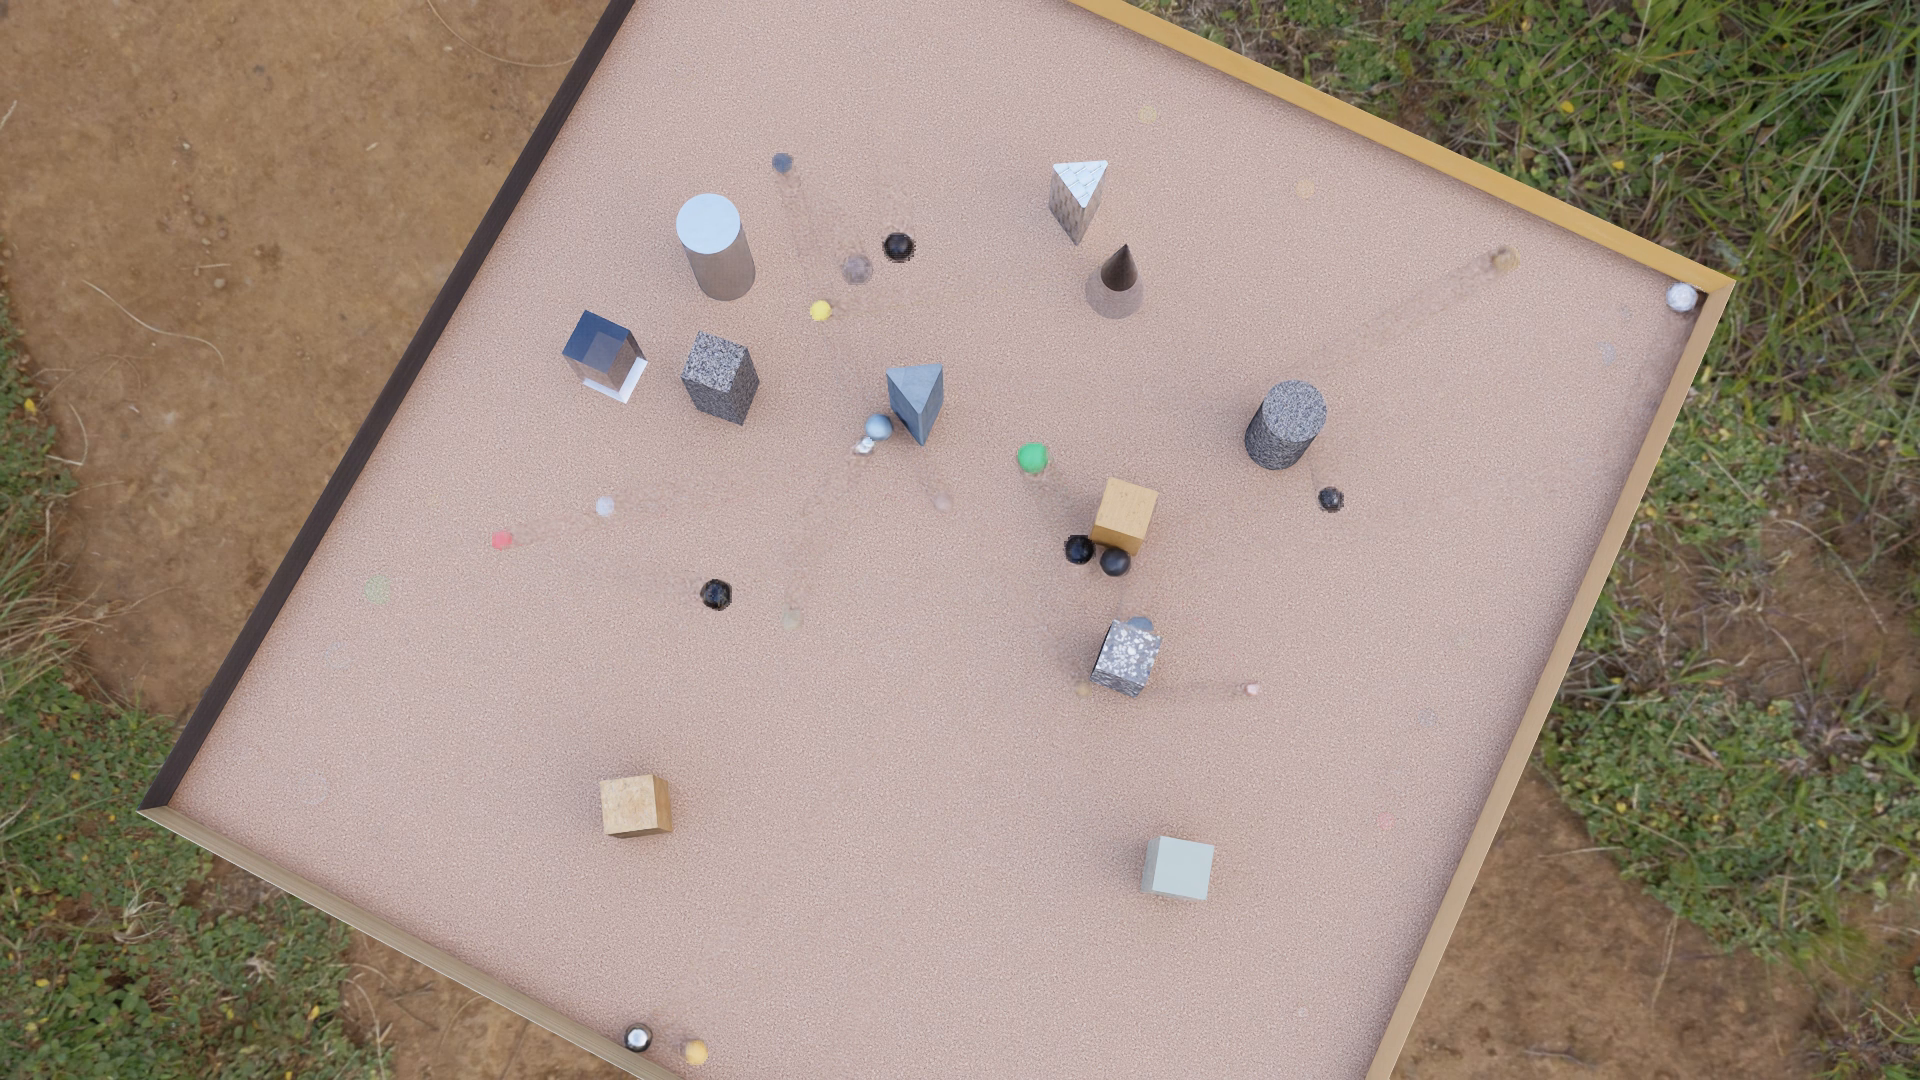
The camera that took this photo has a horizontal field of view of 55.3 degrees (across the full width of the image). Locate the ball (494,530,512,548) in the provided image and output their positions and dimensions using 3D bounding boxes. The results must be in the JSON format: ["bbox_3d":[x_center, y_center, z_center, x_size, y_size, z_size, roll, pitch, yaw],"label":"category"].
[{"bbox_3d":[-1.396,-0.003,5.589,0.054,0.054,0.054,0,78,0],"label":"ball"}]

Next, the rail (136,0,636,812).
[{"bbox_3d":[-1.572,-0.763,5.711,0.045,0.122,3.598,26,80,5],"label":"rail"}]

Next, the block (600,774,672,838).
[{"bbox_3d":[-0.936,0.775,5.313,0.150,0.280,0.150,-7,78,-2],"label":"block"}]

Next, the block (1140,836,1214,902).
[{"bbox_3d":[0.618,0.943,5.243,0.150,0.349,0.150,10,79,2],"label":"block"}]

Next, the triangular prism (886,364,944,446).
[{"bbox_3d":[-0.109,-0.433,5.512,0.141,0.379,0.163,-36,81,-7],"label":"triangular prism"}]

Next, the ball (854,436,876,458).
[{"bbox_3d":[-0.292,-0.287,5.643,0.063,0.063,0.063,0,78,0],"label":"ball"}]

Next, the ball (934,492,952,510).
[{"bbox_3d":[-0.053,-0.118,5.613,0.055,0.055,0.055,0,78,0],"label":"ball"}]

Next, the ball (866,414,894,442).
[{"bbox_3d":[-0.246,-0.346,5.644,0.086,0.086,0.086,0,78,0],"label":"ball"}]

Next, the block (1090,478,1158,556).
[{"bbox_3d":[0.488,-0.068,5.498,0.150,0.259,0.150,18,79,4],"label":"block"}]

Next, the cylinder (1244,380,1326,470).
[{"bbox_3d":[0.976,-0.342,5.511,0.188,0.344,0.188,0,78,0],"label":"cylinder"}]

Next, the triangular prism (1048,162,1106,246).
[{"bbox_3d":[0.385,-1.069,5.673,0.141,0.323,0.163,-33,80,-6],"label":"triangular prism"}]

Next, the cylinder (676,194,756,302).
[{"bbox_3d":[-0.739,-0.886,5.584,0.188,0.422,0.188,0,78,0],"label":"cylinder"}]

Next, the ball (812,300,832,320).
[{"bbox_3d":[-0.433,-0.720,5.735,0.059,0.059,0.059,0,78,0],"label":"ball"}]

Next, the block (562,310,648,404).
[{"bbox_3d":[-1.076,-0.554,5.570,0.150,0.316,0.150,25,79,5],"label":"block"}]

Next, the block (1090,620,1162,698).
[{"bbox_3d":[0.486,0.352,5.395,0.150,0.291,0.150,21,79,4],"label":"block"}]

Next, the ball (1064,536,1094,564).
[{"bbox_3d":[0.362,0.031,5.565,0.089,0.089,0.089,0,78,0],"label":"ball"}]

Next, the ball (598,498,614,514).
[{"bbox_3d":[-1.083,-0.106,5.612,0.051,0.051,0.051,0,78,0],"label":"ball"}]

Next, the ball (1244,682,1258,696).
[{"bbox_3d":[0.875,0.446,5.502,0.044,0.044,0.044,0,78,0],"label":"ball"}]

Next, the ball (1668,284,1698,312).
[{"bbox_3d":[2.258,-0.757,5.728,0.089,0.089,0.089,0,78,0],"label":"ball"}]

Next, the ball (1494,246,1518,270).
[{"bbox_3d":[1.716,-0.885,5.760,0.077,0.077,0.077,0,78,0],"label":"ball"}]

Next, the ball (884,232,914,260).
[{"bbox_3d":[-0.192,-0.924,5.761,0.091,0.091,0.091,0,78,0],"label":"ball"}]

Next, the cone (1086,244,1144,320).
[{"bbox_3d":[0.488,-0.828,5.574,0.188,0.418,0.188,0,78,0],"label":"cone"}]

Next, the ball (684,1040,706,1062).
[{"bbox_3d":[-0.761,1.473,5.280,0.062,0.062,0.062,0,78,0],"label":"ball"}]

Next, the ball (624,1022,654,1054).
[{"bbox_3d":[-0.926,1.434,5.277,0.084,0.084,0.084,0,78,0],"label":"ball"}]

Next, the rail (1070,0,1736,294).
[{"bbox_3d":[0.794,-1.548,5.873,3.563,0.122,0.045,26,80,5],"label":"rail"}]

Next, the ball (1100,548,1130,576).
[{"bbox_3d":[0.469,0.067,5.557,0.090,0.090,0.090,0,78,0],"label":"ball"}]

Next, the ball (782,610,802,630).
[{"bbox_3d":[-0.508,0.241,5.538,0.057,0.057,0.057,0,78,0],"label":"ball"}]

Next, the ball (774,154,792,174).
[{"bbox_3d":[-0.564,-1.197,5.833,0.060,0.060,0.060,0,78,0],"label":"ball"}]

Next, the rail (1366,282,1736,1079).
[{"bbox_3d":[1.572,0.776,5.392,0.045,0.122,3.598,26,80,5],"label":"rail"}]

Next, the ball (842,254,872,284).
[{"bbox_3d":[-0.323,-0.851,5.746,0.092,0.092,0.092,0,78,0],"label":"ball"}]

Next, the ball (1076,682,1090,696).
[{"bbox_3d":[0.369,0.446,5.501,0.045,0.045,0.045,0,78,0],"label":"ball"}]

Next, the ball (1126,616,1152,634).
[{"bbox_3d":[0.538,0.270,5.518,0.083,0.083,0.083,0,78,0],"label":"ball"}]

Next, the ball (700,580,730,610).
[{"bbox_3d":[-0.739,0.163,5.537,0.091,0.091,0.091,0,78,0],"label":"ball"}]

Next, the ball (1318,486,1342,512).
[{"bbox_3d":[1.133,-0.126,5.604,0.074,0.074,0.074,0,78,0],"label":"ball"}]

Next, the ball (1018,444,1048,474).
[{"bbox_3d":[0.226,-0.249,5.621,0.091,0.091,0.091,0,78,0],"label":"ball"}]

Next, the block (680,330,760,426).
[{"bbox_3d":[-0.721,-0.485,5.534,0.150,0.358,0.150,20,79,4],"label":"block"}]

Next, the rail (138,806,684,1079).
[{"bbox_3d":[-0.794,1.561,5.230,3.563,0.122,0.045,26,80,5],"label":"rail"}]
